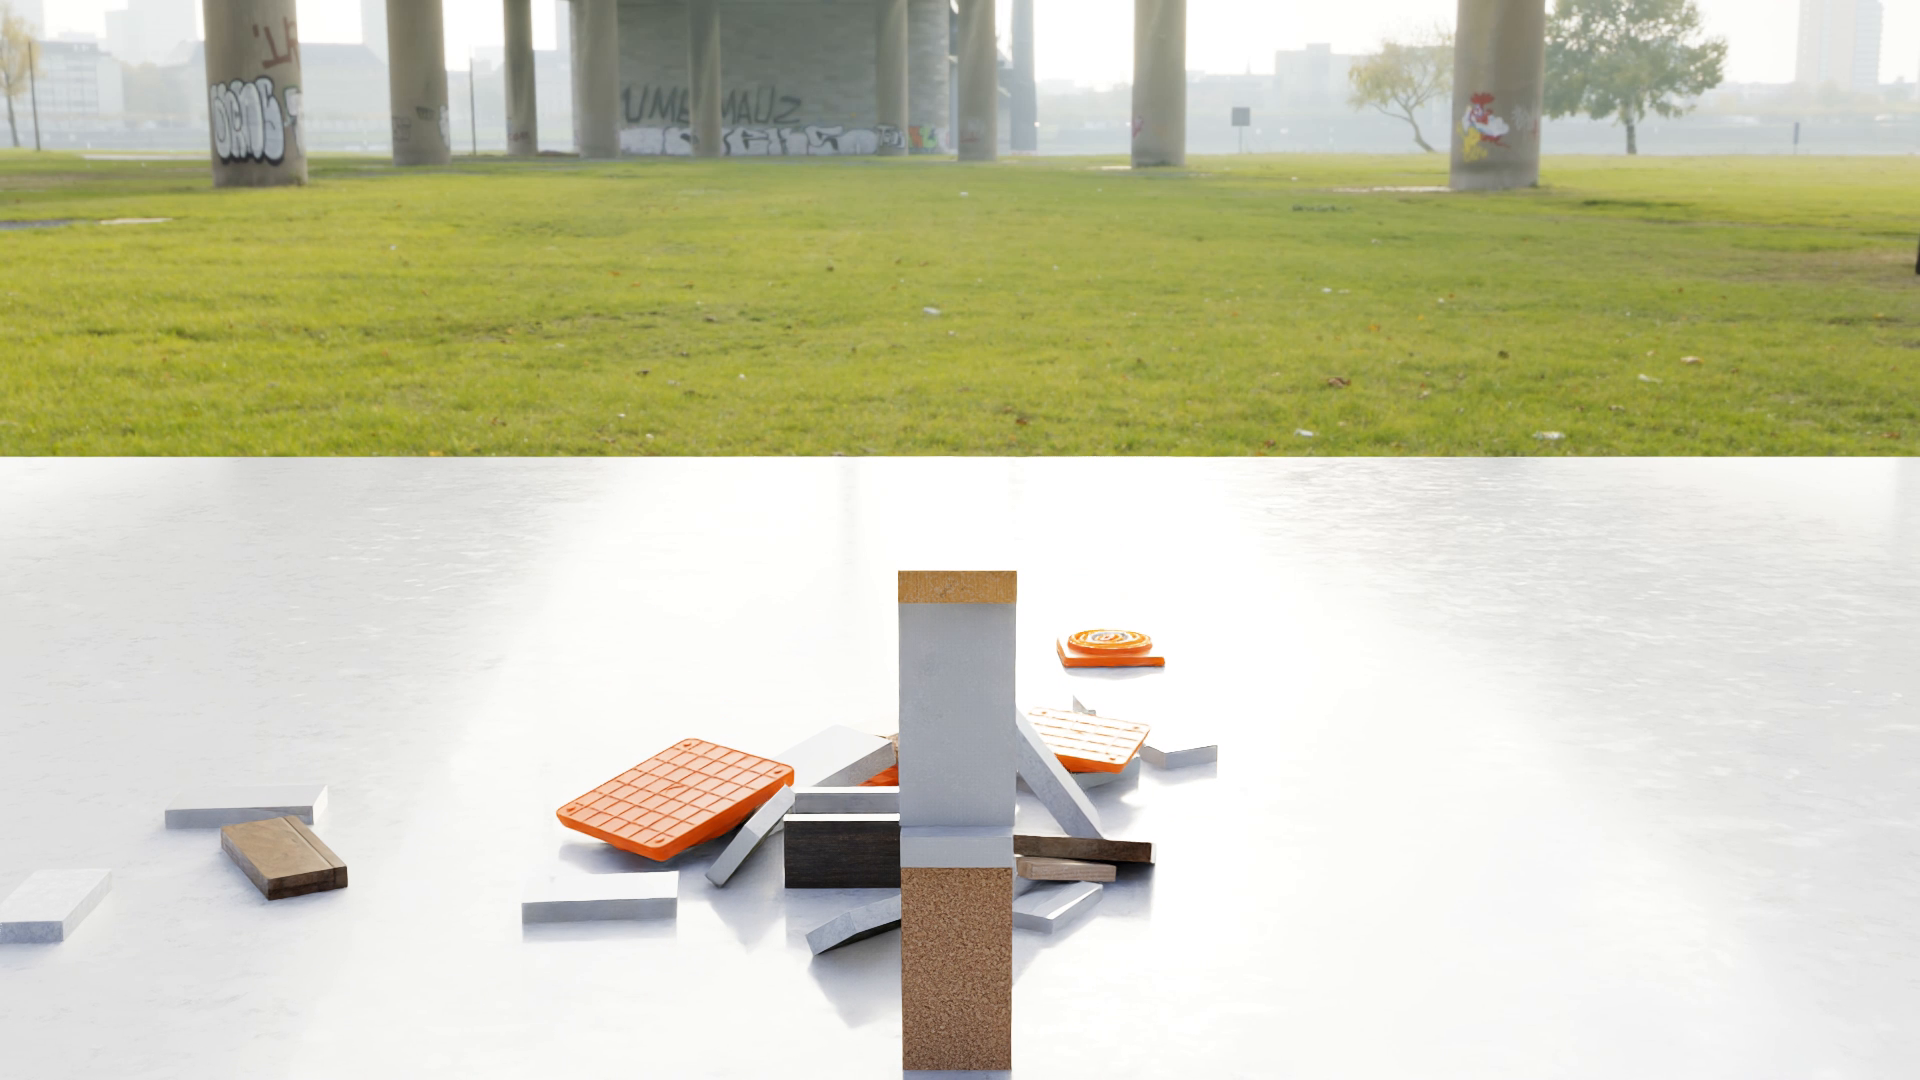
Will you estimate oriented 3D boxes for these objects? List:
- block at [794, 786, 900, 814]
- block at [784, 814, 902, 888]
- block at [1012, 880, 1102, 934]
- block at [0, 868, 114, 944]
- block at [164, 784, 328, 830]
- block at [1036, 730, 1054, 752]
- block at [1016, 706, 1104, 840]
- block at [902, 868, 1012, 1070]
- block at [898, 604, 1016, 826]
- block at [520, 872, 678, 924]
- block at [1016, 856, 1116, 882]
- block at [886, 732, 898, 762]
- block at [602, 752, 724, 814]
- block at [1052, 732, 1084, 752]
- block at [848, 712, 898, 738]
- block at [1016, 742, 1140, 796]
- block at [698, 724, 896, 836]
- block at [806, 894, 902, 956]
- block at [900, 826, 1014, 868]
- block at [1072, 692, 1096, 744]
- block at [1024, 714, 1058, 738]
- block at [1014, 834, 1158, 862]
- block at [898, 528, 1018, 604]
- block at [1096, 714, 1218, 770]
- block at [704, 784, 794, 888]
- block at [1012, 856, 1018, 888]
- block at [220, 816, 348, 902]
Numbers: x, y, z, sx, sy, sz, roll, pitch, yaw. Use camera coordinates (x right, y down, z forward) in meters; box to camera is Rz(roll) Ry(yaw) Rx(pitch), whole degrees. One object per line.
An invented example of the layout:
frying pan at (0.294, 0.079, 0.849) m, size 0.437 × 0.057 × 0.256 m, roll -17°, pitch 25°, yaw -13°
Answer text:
block at (-0.170, 0.495, 3.855) m, size 0.238 × 0.119 × 0.034 m, roll 0°, pitch 11°, yaw -1°
block at (-0.176, 0.524, 3.700) m, size 0.238 × 0.119 × 0.034 m, roll 0°, pitch 11°, yaw -1°
block at (0.151, 0.593, 3.580) m, size 0.092 × 0.026 × 0.184 m, roll 6°, pitch 12°, yaw 29°
block at (-1.476, 0.591, 3.565) m, size 0.124 × 0.035 × 0.247 m, roll -1°, pitch 11°, yaw -4°
block at (-1.322, 0.495, 4.080) m, size 0.265 × 0.037 × 0.132 m, roll -1°, pitch 11°, yaw -5°
block at (0.127, 0.396, 4.391) m, size 0.144 × 0.020 × 0.072 m, roll 29°, pitch 25°, yaw -27°
block at (0.134, 0.394, 3.915) m, size 0.047 × 0.334 × 0.167 m, roll -36°, pitch 9°, yaw 6°
block at (-0.004, 0.568, 2.972) m, size 0.148 × 0.297 × 0.042 m, roll 0°, pitch 11°, yaw 0°
block at (-0.004, 0.225, 2.927) m, size 0.155 × 0.310 × 0.044 m, roll 0°, pitch 11°, yaw 0°
block at (-0.587, 0.585, 3.602) m, size 0.247 × 0.035 × 0.124 m, roll -1°, pitch 11°, yaw -6°
block at (0.162, 0.549, 3.676) m, size 0.184 × 0.026 × 0.092 m, roll 8°, pitch -4°, yaw -38°
block at (-0.036, 0.429, 4.138) m, size 0.112 × 0.032 × 0.223 m, roll -20°, pitch 43°, yaw -23°
block at (-0.570, 0.466, 4.234) m, size 0.132 × 0.037 × 0.265 m, roll 3°, pitch 11°, yaw 17°
block at (0.222, 0.419, 4.549) m, size 0.052 × 0.015 × 0.104 m, roll 3°, pitch 11°, yaw 13°
block at (-0.107, 0.397, 4.411) m, size 0.167 × 0.047 × 0.350 m, roll 6°, pitch 3°, yaw 18°
block at (0.219, 0.451, 4.316) m, size 0.257 × 0.036 × 0.128 m, roll -10°, pitch 14°, yaw -42°
block at (-0.300, 0.447, 4.085) m, size 0.334 × 0.047 × 0.167 m, roll -27°, pitch 25°, yaw -36°
block at (-0.107, 0.585, 3.434) m, size 0.247 × 0.035 × 0.124 m, roll -10°, pitch -18°, yaw -43°
block at (-0.004, 0.384, 3.039) m, size 0.148 × 0.042 × 0.297 m, roll 0°, pitch 11°, yaw 0°
block at (0.262, 0.374, 4.637) m, size 0.020 × 0.072 × 0.144 m, roll -2°, pitch 11°, yaw -10°
block at (0.092, 0.400, 4.500) m, size 0.128 × 0.036 × 0.257 m, roll 6°, pitch 10°, yaw 24°
block at (0.215, 0.532, 3.787) m, size 0.239 × 0.034 × 0.120 m, roll 2°, pitch -8°, yaw 10°
block at (-0.003, 0.032, 2.996) m, size 0.155 × 0.044 × 0.310 m, roll 0°, pitch 11°, yaw 0°
block at (0.403, 0.414, 4.517) m, size 0.128 × 0.036 × 0.256 m, roll -6°, pitch 12°, yaw -28°
block at (-0.356, 0.509, 3.792) m, size 0.034 × 0.119 × 0.238 m, roll 40°, pitch 16°, yaw 3°
block at (0.011, 0.550, 3.346) m, size 0.120 × 0.239 × 0.034 m, roll -2°, pitch 54°, yaw -9°
block at (-1.171, 0.546, 3.801) m, size 0.132 × 0.037 × 0.326 m, roll -6°, pitch 12°, yaw -31°
